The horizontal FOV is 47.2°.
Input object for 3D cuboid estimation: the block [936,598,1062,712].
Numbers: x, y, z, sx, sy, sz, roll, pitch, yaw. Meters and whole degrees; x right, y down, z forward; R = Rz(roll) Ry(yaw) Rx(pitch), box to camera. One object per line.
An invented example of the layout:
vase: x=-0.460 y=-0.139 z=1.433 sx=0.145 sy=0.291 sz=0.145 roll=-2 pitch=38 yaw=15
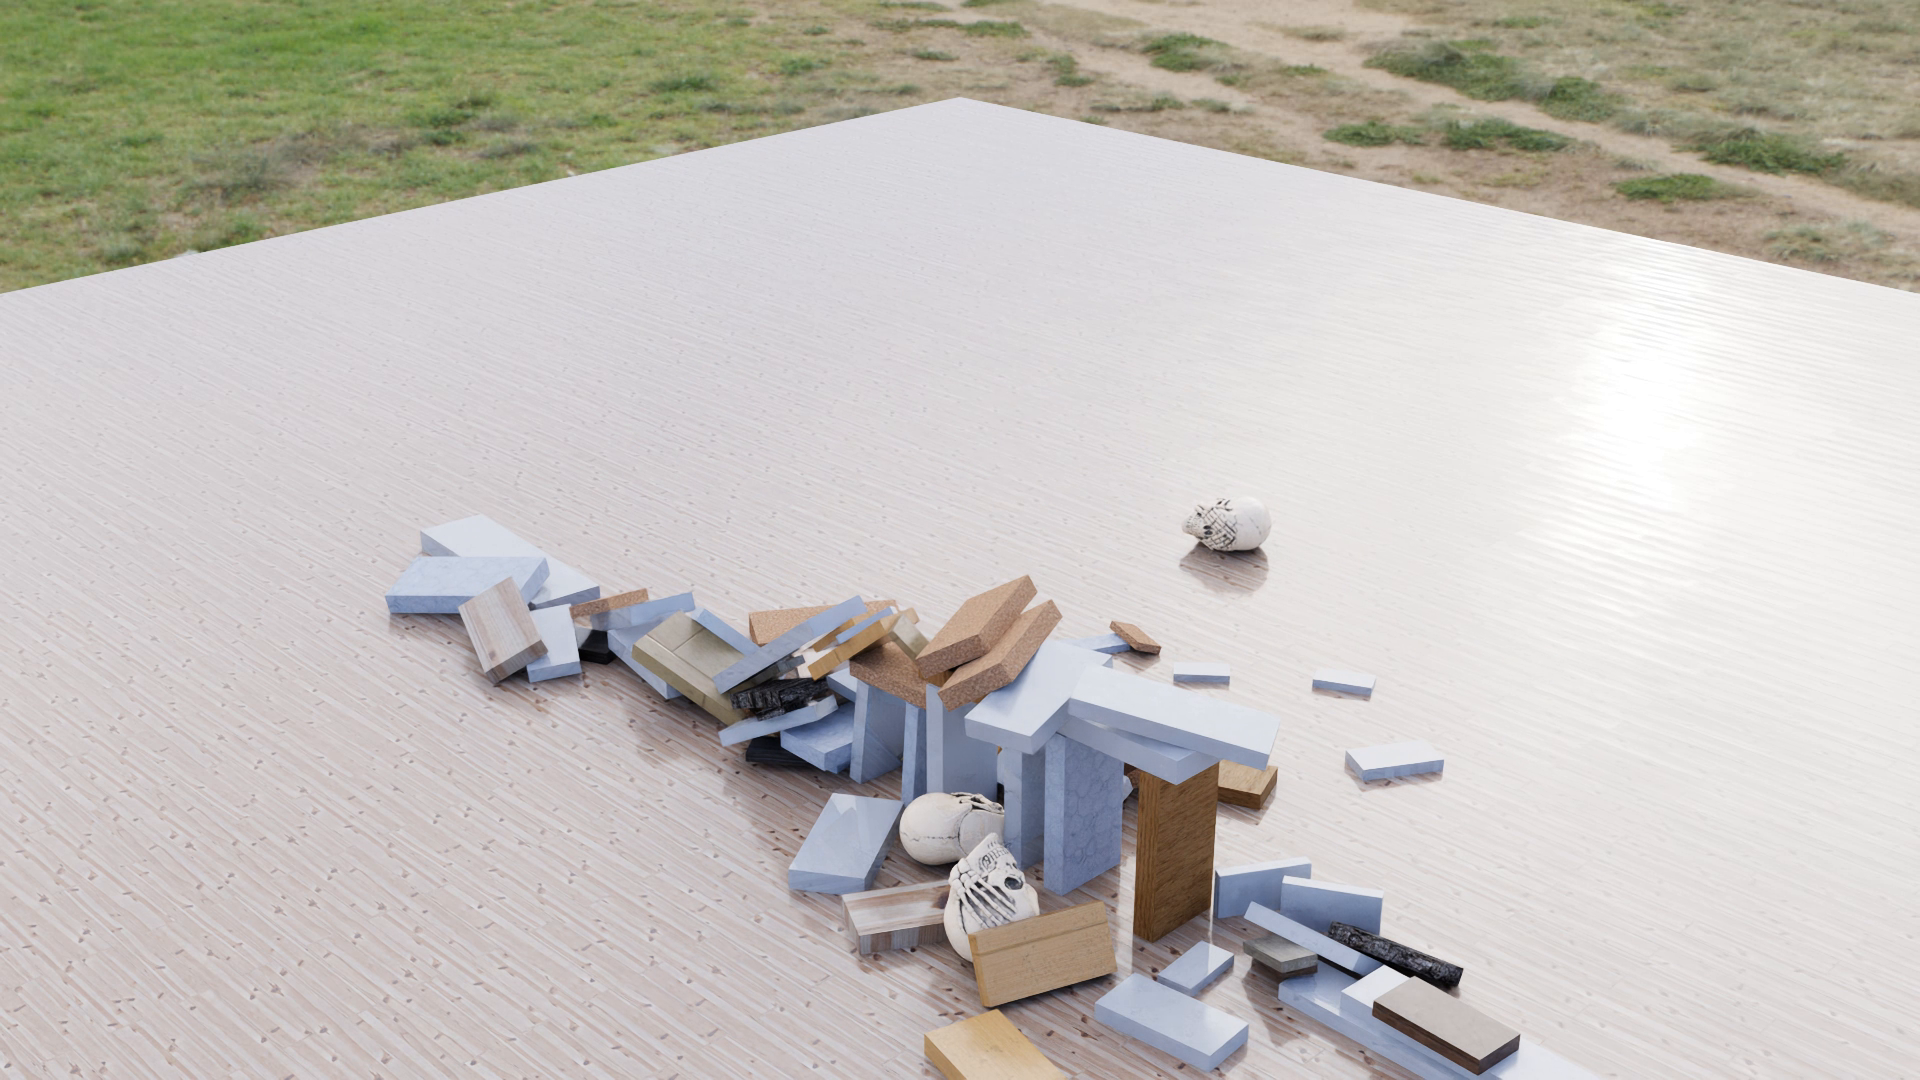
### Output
block: x=0.079 y=0.217 z=4.176 sx=0.150 sy=0.042 sz=0.300 roll=-28 pitch=9 yaw=29

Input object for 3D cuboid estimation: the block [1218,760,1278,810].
block: x=0.518 y=0.490 z=4.560 sx=0.254 sy=0.036 sz=0.127 roll=10 pitch=25 yaw=22

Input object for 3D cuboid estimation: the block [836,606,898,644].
block: x=-0.187 y=0.173 z=4.454 sx=0.126 sy=0.018 sz=0.063 roll=-29 pitch=-7 yaw=5

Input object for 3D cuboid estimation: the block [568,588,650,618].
block: x=-0.831 y=0.150 z=5.211 sx=0.103 sy=0.029 sz=0.207 roll=-13 pitch=1 yaw=18

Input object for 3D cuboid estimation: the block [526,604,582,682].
block: x=-0.948 y=0.237 z=5.093 sx=0.118 sy=0.034 sz=0.237 roll=-11 pitch=34 yaw=-9

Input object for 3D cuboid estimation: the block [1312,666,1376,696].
block: x=0.871 y=0.320 z=4.984 sx=0.133 sy=0.019 sz=0.067 roll=8 pitch=24 yaw=18

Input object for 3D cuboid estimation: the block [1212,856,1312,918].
block: x=0.566 y=0.650 z=4.113 sx=0.183 sy=0.091 sz=0.026 roll=-6 pitch=24 yaw=-14

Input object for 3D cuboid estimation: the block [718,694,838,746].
block: x=-0.383 y=0.380 z=4.639 sx=0.229 sy=0.032 sz=0.114 roll=-17 pitch=2 yaw=20

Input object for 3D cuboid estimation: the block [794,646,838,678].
block: x=-0.307 y=0.310 z=4.987 sx=0.118 sy=0.034 sz=0.237 roll=-4 pitch=23 yaw=-9

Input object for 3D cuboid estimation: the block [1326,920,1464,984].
block: x=0.775 y=0.735 z=3.919 sx=0.219 sy=0.031 sz=0.109 roll=17 pitch=-5 yaw=35

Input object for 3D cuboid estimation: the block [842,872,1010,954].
block: x=-0.064 y=0.691 z=4.079 sx=0.286 sy=0.041 sz=0.143 roll=-6 pitch=24 yaw=-15

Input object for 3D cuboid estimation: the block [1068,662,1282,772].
block: x=0.385 y=0.315 z=3.942 sx=0.364 sy=0.036 sz=0.127 roll=15 pitch=31 yaw=11

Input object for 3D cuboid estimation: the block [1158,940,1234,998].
block: x=0.422 y=0.766 z=3.929 sx=0.071 sy=0.020 sz=0.141 roll=18 pitch=29 yaw=36

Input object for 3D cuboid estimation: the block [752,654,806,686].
block: x=-0.396 y=0.285 z=4.786 sx=0.067 sy=0.019 sz=0.134 roll=-20 pitch=-6 yaw=-34

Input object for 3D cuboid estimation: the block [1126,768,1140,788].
block: x=0.380 y=0.448 z=4.575 sx=0.130 sy=0.037 sz=0.261 roll=-23 pitch=10 yaw=32

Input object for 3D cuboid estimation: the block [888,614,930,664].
block: x=-0.088 y=0.212 z=4.401 sx=0.018 sy=0.126 sz=0.063 roll=-35 pitch=15 yaw=33

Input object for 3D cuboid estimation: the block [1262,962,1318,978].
block: x=0.579 y=0.746 z=3.922 sx=0.071 sy=0.020 sz=0.141 roll=-7 pitch=7 yaw=-11

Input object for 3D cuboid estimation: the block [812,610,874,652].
block: x=-0.238 y=0.188 z=4.515 sx=0.134 sy=0.019 sz=0.067 roll=-34 pitch=-9 yaw=39

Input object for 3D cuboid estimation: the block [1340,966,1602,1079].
block: x=0.853 y=0.841 z=3.656 sx=0.119 sy=0.034 sz=0.464 roll=-19 pitch=30 yaw=-38

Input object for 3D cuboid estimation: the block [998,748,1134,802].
block: x=0.196 y=0.489 z=4.454 sx=0.279 sy=0.040 sz=0.139 roll=24 pitch=61 yaw=36

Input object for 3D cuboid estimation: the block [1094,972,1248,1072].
block: x=0.362 y=0.825 z=3.773 sx=0.238 sy=0.034 sz=0.119 roll=18 pitch=29 yaw=36

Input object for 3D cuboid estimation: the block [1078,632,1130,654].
block: x=0.327 y=0.247 z=5.155 sx=0.128 sy=0.018 sz=0.064 roll=-9 pitch=24 yaw=-19

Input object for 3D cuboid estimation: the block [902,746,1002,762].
block: x=-0.015 y=0.451 z=4.586 sx=0.202 sy=0.029 sz=0.101 roll=17 pitch=68 yaw=34

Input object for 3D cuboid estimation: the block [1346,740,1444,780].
block: x=0.916 y=0.463 z=4.635 sx=0.183 sy=0.026 sz=0.091 roll=-6 pitch=24 yaw=-13

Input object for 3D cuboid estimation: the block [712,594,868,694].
block: x=-0.364 y=0.224 z=4.654 sx=0.144 sy=0.041 sz=0.440 roll=-26 pitch=-3 yaw=-37

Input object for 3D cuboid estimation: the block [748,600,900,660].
block: x=-0.311 y=0.214 z=5.192 sx=0.354 sy=0.050 sz=0.177 roll=-5 pitch=23 yaw=-11

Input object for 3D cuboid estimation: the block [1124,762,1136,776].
block: x=0.360 y=0.418 z=4.565 sx=0.130 sy=0.037 sz=0.261 roll=-28 pitch=8 yaw=2

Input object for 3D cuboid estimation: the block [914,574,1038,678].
block: x=0.034 y=0.167 z=4.302 sx=0.150 sy=0.042 sz=0.300 roll=-24 pitch=11 yaw=28

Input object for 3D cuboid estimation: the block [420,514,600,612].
block: x=-1.139 y=0.066 z=5.541 sx=0.177 sy=0.050 sz=0.598 roll=-18 pitch=29 yaw=-36

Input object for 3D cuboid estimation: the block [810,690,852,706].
block: x=-0.204 y=0.328 z=4.808 sx=0.293 sy=0.147 sz=0.042 roll=-19 pitch=69 yaw=-37

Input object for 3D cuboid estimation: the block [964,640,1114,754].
block: x=0.148 y=0.286 z=4.047 sx=0.143 sy=0.041 sz=0.286 roll=13 pitch=35 yaw=32

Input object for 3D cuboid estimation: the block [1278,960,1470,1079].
block: x=0.898 y=0.902 z=3.595 sx=0.109 sy=0.031 sz=0.877 roll=-20 pitch=30 yaw=-39

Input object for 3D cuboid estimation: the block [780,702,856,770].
block: x=-0.222 y=0.399 z=4.659 sx=0.289 sy=0.041 sz=0.144 roll=-19 pitch=30 yaw=-39

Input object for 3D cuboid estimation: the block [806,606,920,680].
block: x=-0.197 y=0.212 z=4.488 sx=0.229 sy=0.032 sz=0.114 roll=-34 pitch=-9 yaw=36
